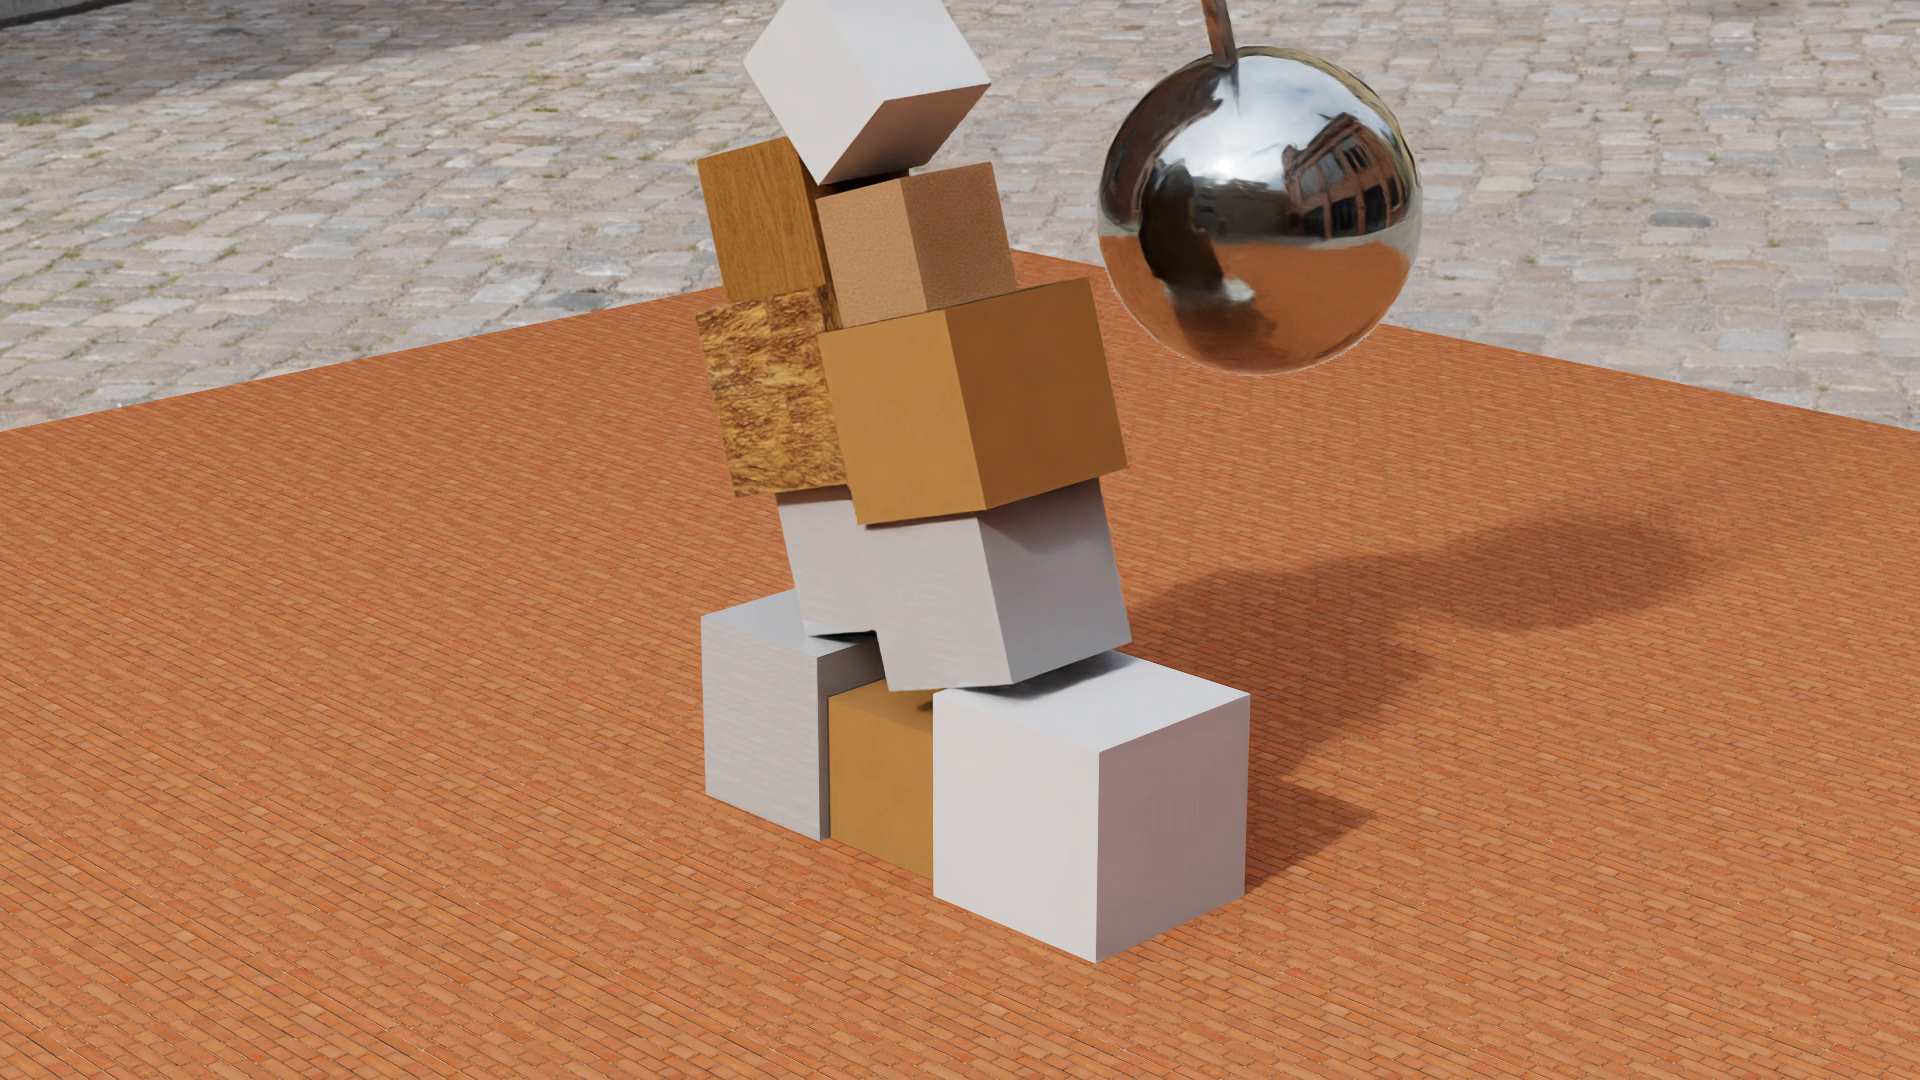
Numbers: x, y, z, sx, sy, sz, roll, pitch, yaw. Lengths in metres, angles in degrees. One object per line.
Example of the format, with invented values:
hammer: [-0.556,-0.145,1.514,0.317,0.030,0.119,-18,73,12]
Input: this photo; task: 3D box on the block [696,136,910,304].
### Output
block: [-0.684,-1.524,13.576,0.653,0.683,0.696,-18,8,-43]

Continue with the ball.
ball: [1.467,-1.612,14.373,1.600,1.600,1.600,0,17,0]

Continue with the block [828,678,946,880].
block: [-0.049,1.073,13.749,0.790,0.709,0.800,-17,24,-42]

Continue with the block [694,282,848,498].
block: [-0.573,-0.751,13.713,0.786,0.895,0.887,-17,8,-42]

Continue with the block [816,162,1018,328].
block: [-0.193,-1.318,13.115,0.566,0.590,0.574,-17,7,-42]

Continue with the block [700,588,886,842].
block: [-0.648,0.802,14.257,0.867,0.920,0.828,-17,24,-42]

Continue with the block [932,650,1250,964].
block: [0.582,1.143,13.089,0.991,0.972,0.992,-17,24,-42]

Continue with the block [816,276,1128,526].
block: [0.058,-0.619,13.096,0.909,0.872,0.841,-17,7,-42]

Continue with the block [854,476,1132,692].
block: [0.149,0.195,13.247,0.785,0.779,0.807,-17,7,-43]

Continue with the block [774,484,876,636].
block: [-0.369,0.020,13.784,0.635,0.704,0.610,-6,8,45]

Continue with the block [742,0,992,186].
block: [-0.416,-2.086,13.074,0.667,0.697,0.603,-18,-20,-42]

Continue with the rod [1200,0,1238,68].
rod: [0.636,-4.406,12.623,0.080,5.200,0.080,17,44,42]
